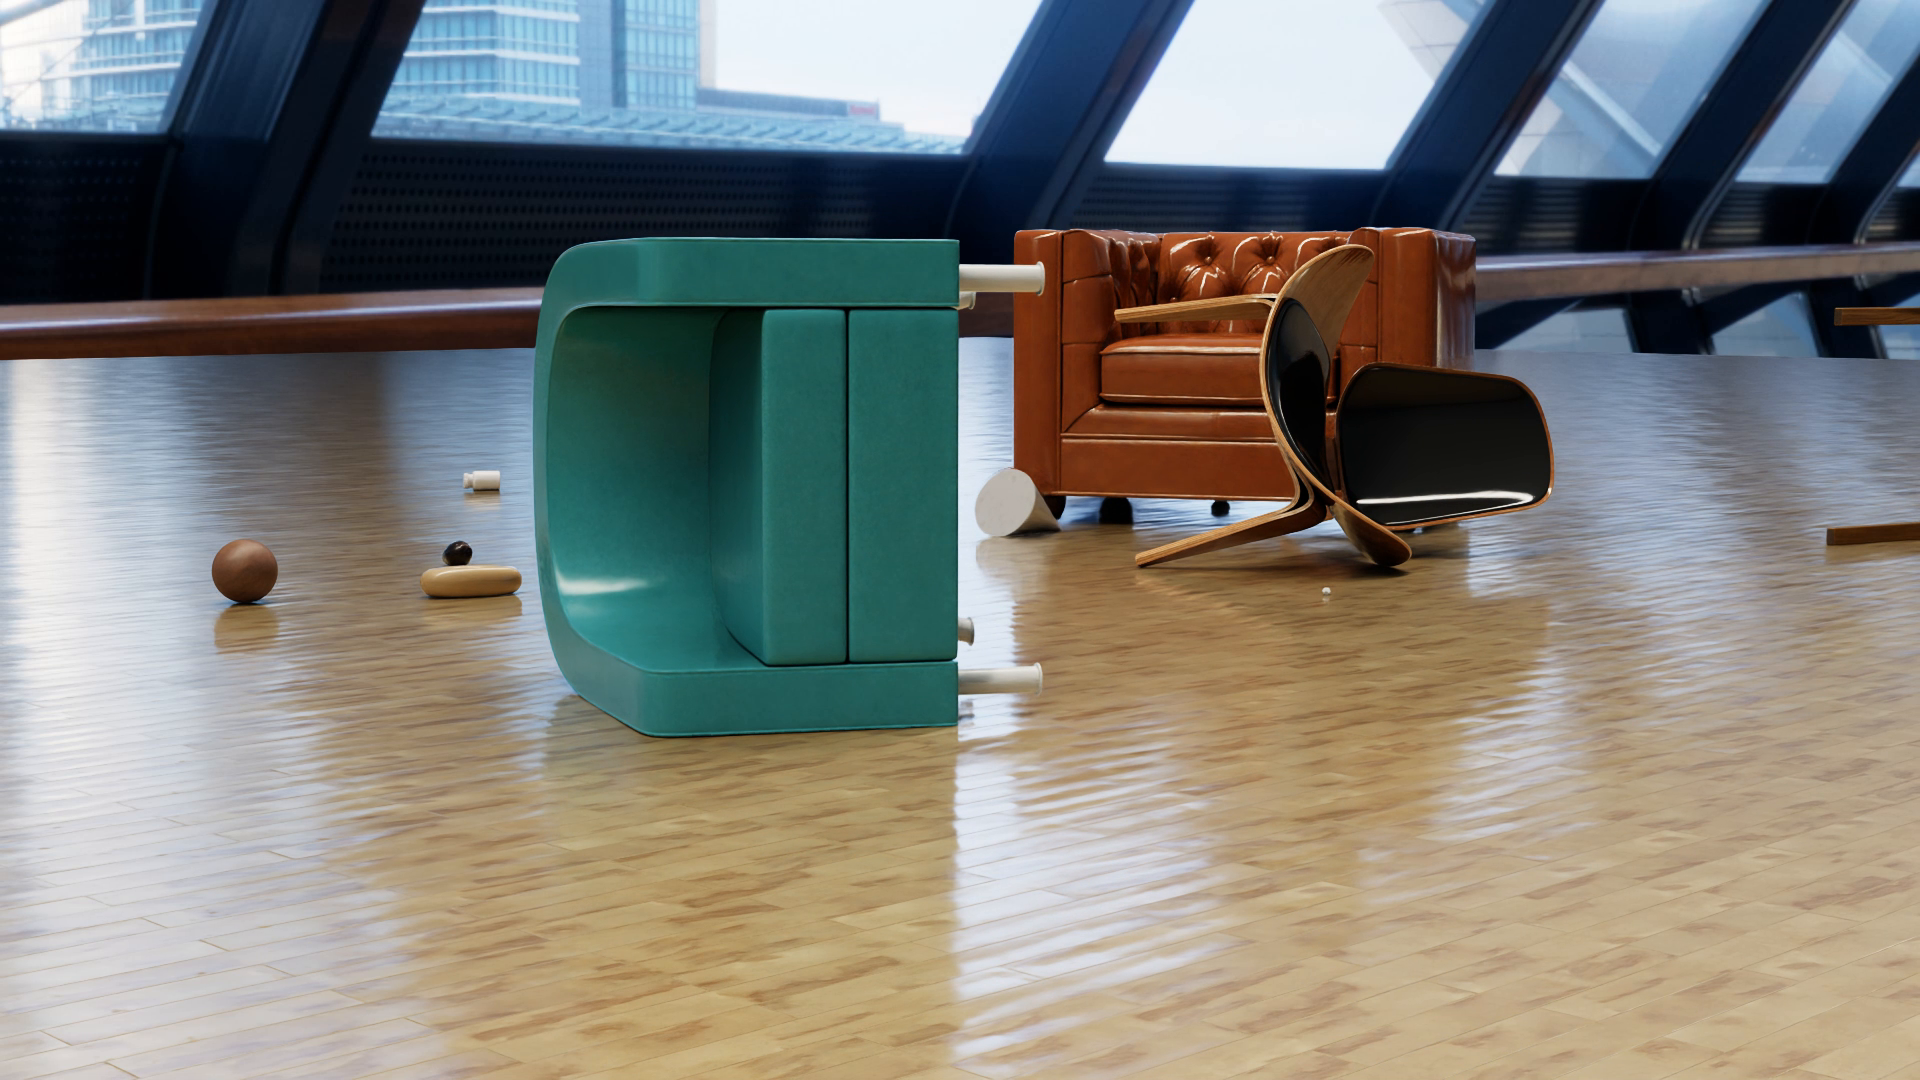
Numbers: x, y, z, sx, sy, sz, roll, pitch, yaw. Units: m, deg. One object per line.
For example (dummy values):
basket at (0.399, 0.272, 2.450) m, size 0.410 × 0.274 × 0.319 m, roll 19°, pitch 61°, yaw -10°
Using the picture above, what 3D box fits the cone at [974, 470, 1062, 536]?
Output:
cone at (0.189, -0.059, 6.577) m, size 0.211 × 0.180 × 0.223 m, roll 1°, pitch -18°, yaw 46°

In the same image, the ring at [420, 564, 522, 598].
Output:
ring at (-1.009, 0.085, 5.298) m, size 0.213 × 0.061 × 0.101 m, roll -2°, pitch 4°, yaw -23°

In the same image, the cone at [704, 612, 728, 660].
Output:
cone at (-0.421, 0.160, 4.435) m, size 0.038 × 0.087 × 0.058 m, roll 2°, pitch 6°, yaw 18°
